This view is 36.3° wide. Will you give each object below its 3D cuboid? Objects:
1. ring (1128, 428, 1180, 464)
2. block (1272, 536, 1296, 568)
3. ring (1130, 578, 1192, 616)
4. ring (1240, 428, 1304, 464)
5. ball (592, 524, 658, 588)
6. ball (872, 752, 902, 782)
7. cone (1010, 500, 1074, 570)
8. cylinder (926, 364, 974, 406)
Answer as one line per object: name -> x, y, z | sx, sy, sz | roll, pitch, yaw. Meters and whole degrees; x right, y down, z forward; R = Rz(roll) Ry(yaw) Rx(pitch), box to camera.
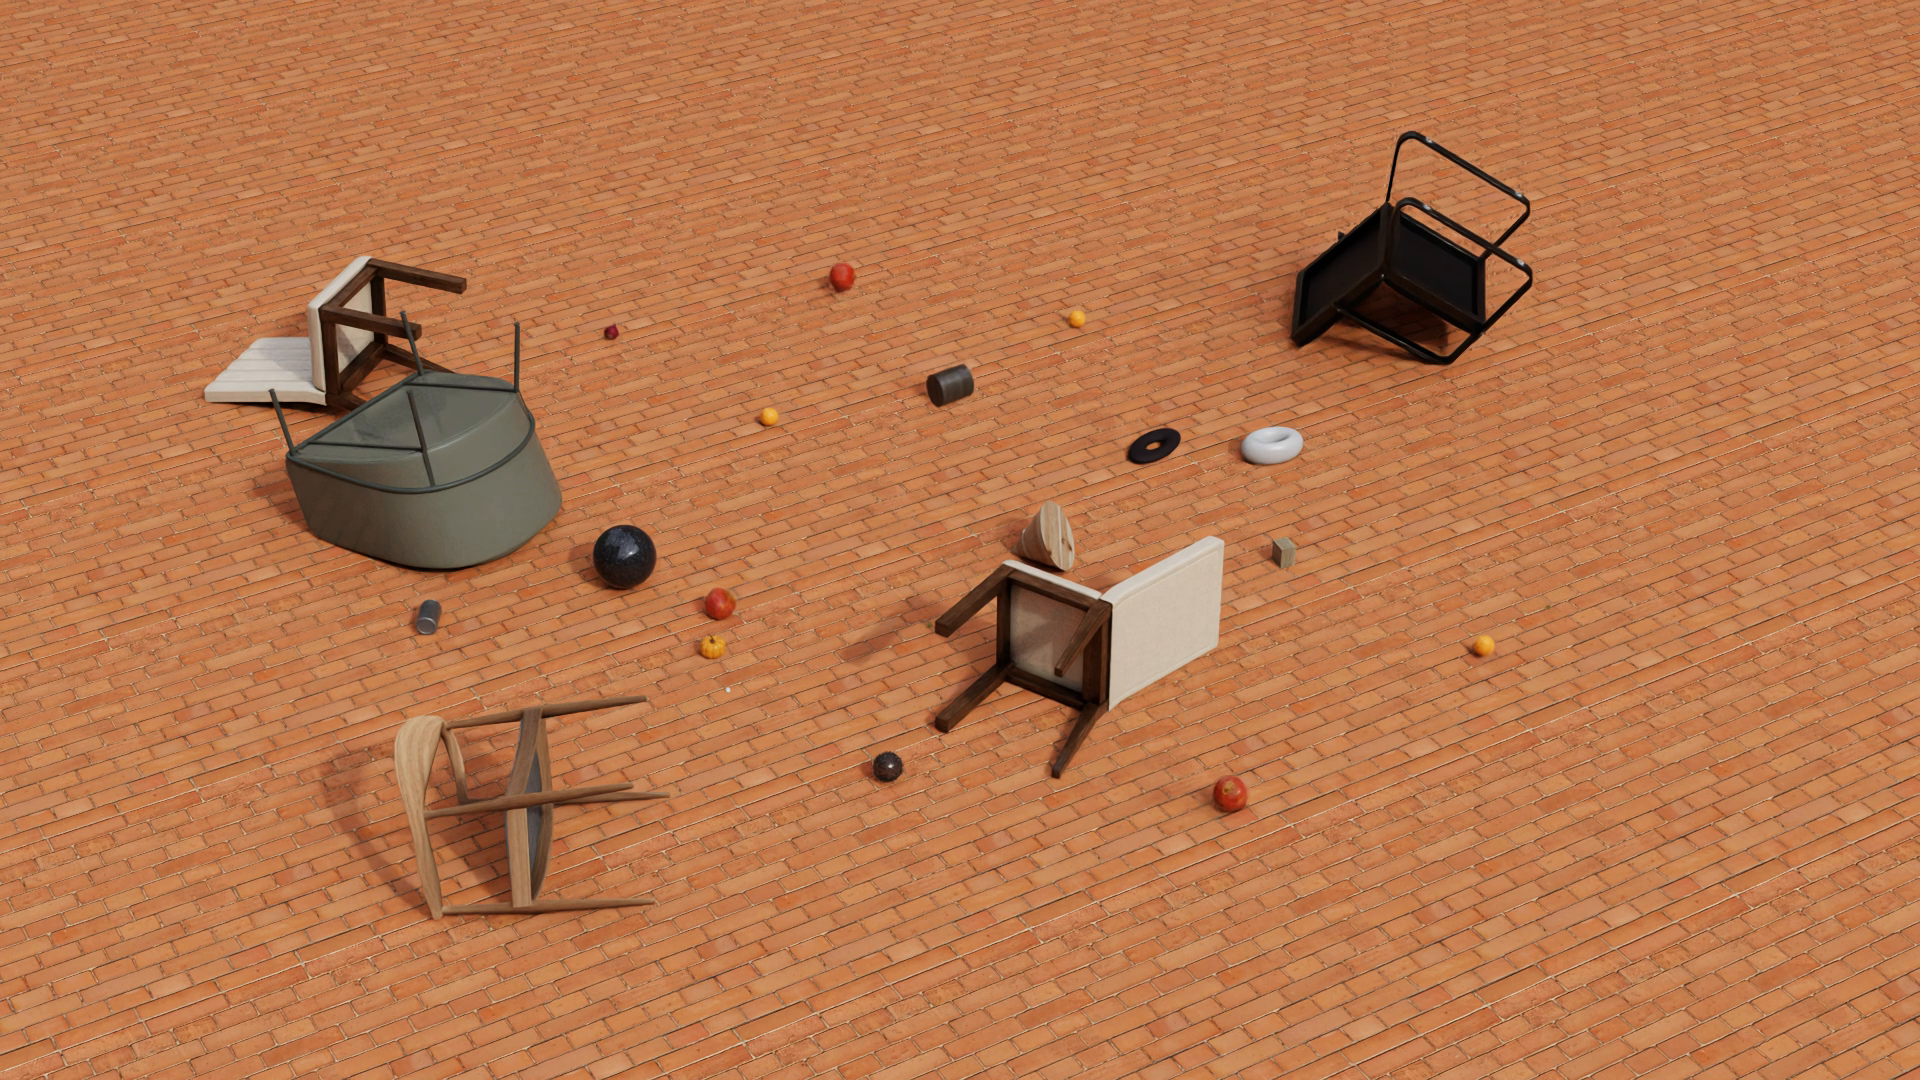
ring -> 0.762, -0.370, 11.470 | 0.152, 0.040, 0.285 | 24, 40, 30
block -> 1.193, 0.047, 10.797 | 0.058, 0.083, 0.072 | -12, 35, -18
ring -> 0.723, 0.204, 10.541 | 0.237, 0.070, 0.116 | -22, 56, -11
ring -> 1.216, -0.368, 11.419 | 0.255, 0.093, 0.175 | -12, 33, -16
ball -> -1.217, 0.059, 10.642 | 0.234, 0.234, 0.234 | 0, 33, 0
ball -> -0.239, 0.752, 9.712 | 0.100, 0.100, 0.100 | 0, 33, 0
cone -> 0.272, 0.015, 10.824 | 0.209, 0.239, 0.280 | -20, 52, 27
cylinder -> -0.039, -0.621, 11.764 | 0.152, 0.137, 0.114 | -22, 30, -29
